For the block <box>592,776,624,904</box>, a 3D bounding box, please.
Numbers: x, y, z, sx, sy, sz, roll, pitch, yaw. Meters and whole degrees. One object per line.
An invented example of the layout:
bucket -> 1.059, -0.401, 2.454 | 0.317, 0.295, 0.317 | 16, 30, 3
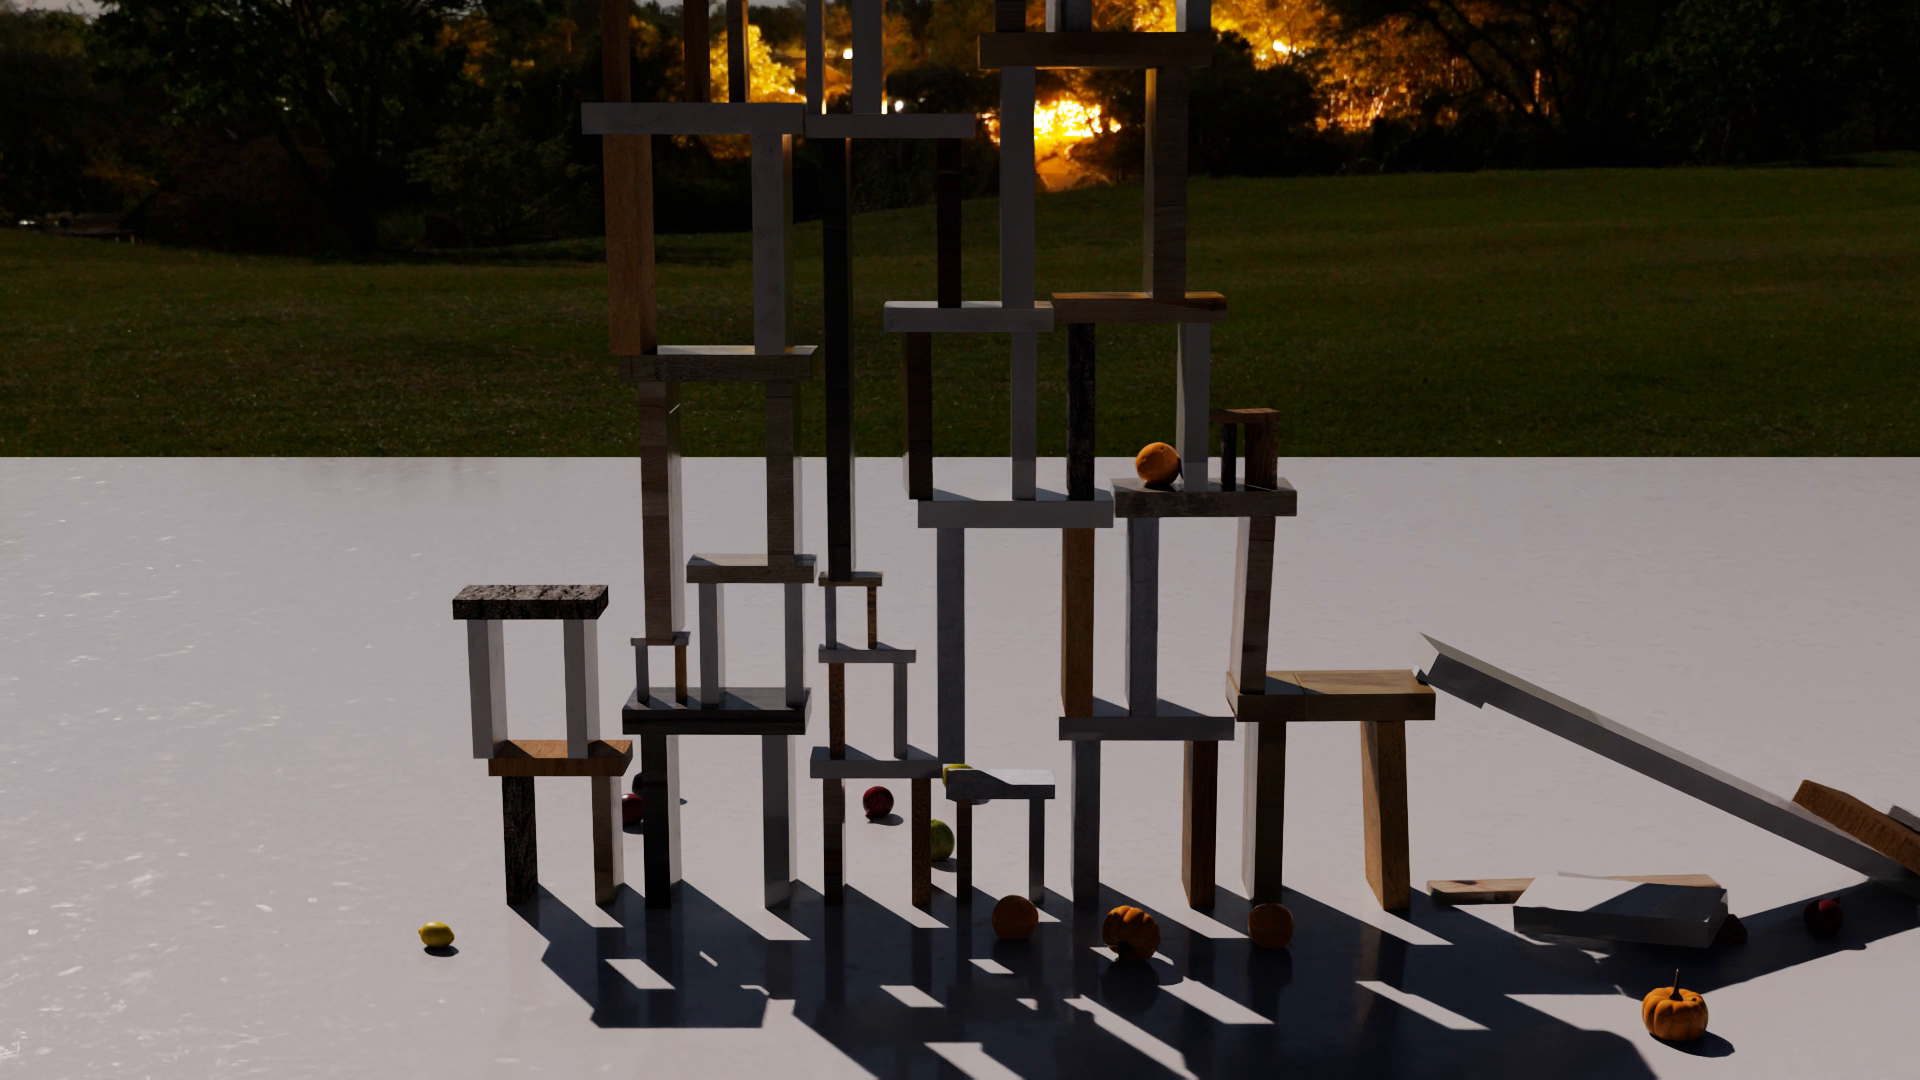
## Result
block -> -0.584, 0.482, 3.651 | 0.031, 0.219, 0.109 | 0, 11, 0

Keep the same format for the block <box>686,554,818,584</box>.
block -> -0.336, 0.046, 3.564 | 0.203, 0.029, 0.102 | 0, 11, 0

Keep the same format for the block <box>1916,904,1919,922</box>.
block -> 1.615, 0.609, 3.509 | 0.150, 0.021, 0.075 | 2, 11, 9

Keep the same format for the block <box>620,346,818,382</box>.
block -> -0.380, -0.282, 3.503 | 0.298, 0.042, 0.149 | 0, 11, 1

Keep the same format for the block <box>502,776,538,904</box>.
block -> -0.730, 0.482, 3.651 | 0.031, 0.219, 0.109 | 0, 11, 0

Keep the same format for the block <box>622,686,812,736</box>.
block -> -0.396, 0.280, 3.612 | 0.294, 0.042, 0.147 | 0, 11, 0

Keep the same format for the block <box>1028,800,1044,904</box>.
block -> 0.126, 0.503, 3.650 | 0.025, 0.178, 0.089 | 0, 11, 0

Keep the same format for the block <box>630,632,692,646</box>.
block -> -0.488, 0.161, 3.591 | 0.094, 0.013, 0.047 | 0, 11, -2

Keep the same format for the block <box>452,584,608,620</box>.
block -> -0.697, 0.101, 3.579 | 0.231, 0.033, 0.116 | 0, 11, 0

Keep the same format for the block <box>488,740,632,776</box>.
block -> -0.657, 0.359, 3.628 | 0.219, 0.031, 0.109 | 0, 11, 0

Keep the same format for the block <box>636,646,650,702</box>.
block -> -0.520, 0.213, 3.602 | 0.013, 0.094, 0.047 | -1, 11, 0

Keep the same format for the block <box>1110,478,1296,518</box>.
block -> 0.390, -0.069, 3.549 | 0.286, 0.041, 0.143 | 0, 11, 0

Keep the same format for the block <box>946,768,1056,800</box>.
block -> 0.066, 0.403, 3.631 | 0.178, 0.025, 0.089 | 0, 11, 0

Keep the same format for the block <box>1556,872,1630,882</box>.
block -> 1.045, 0.577, 3.625 | 0.118, 0.017, 0.059 | 6, 27, 10

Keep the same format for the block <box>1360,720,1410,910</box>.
block -> 0.703, 0.433, 3.639 | 0.045, 0.318, 0.159 | -4, 10, 1

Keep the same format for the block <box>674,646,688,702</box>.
block -> -0.457, 0.213, 3.601 | 0.013, 0.094, 0.047 | 0, 11, -1

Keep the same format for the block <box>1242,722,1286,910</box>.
block -> 0.502, 0.434, 3.639 | 0.045, 0.318, 0.159 | 0, 11, 0

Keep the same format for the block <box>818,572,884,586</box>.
block -> -0.177, 0.063, 3.570 | 0.103, 0.015, 0.051 | 0, 11, 1

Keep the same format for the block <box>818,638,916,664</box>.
block -> -0.150, 0.181, 3.597 | 0.158, 0.022, 0.079 | 0, 11, 0

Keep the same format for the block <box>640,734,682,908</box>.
block -> -0.494, 0.445, 3.643 | 0.042, 0.294, 0.147 | 0, 11, 0

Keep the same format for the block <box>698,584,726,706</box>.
block -> -0.404, 0.160, 3.586 | 0.029, 0.203, 0.102 | 0, 11, 0

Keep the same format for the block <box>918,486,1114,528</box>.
block -> 0.088, -0.054, 3.551 | 0.310, 0.044, 0.155 | 0, 11, 0

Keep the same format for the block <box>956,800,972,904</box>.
block -> 0.007, 0.503, 3.650 | 0.025, 0.178, 0.089 | 0, 11, 0

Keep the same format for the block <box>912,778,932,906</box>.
block -> -0.064, 0.484, 3.647 | 0.031, 0.216, 0.108 | 0, 11, 0

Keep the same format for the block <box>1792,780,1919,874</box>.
block -> 1.563, 0.501, 3.685 | 0.149, 0.042, 0.299 | 18, 12, -38

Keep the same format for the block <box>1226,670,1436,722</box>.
block -> 0.604, 0.255, 3.605 | 0.318, 0.045, 0.159 | -1, 11, 0

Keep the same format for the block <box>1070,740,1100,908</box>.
block -> 0.207, 0.450, 3.645 | 0.040, 0.283, 0.142 | 0, 11, 0

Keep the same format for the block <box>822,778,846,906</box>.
block -> -0.208, 0.484, 3.647 | 0.031, 0.216, 0.108 | 0, 11, 0

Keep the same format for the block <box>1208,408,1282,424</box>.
block -> 0.454, -0.198, 3.513 | 0.105, 0.015, 0.053 | -3, 11, -14

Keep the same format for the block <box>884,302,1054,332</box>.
block -> 0.013, -0.355, 3.492 | 0.266, 0.038, 0.133 | 0, 11, 0

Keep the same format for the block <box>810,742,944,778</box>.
block -> -0.136, 0.363, 3.625 | 0.216, 0.031, 0.108 | 0, 11, 0

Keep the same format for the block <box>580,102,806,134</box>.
block -> -0.408, -0.658, 3.436 | 0.337, 0.048, 0.169 | 0, 11, 1

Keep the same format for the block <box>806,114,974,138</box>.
block -> -0.107, -0.648, 3.443 | 0.260, 0.037, 0.130 | 0, 11, 0

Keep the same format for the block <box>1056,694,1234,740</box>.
block -> 0.301, 0.291, 3.616 | 0.283, 0.040, 0.142 | 0, 11, 0

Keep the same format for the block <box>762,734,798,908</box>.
block -> -0.298, 0.445, 3.645 | 0.042, 0.294, 0.147 | 0, 11, 0

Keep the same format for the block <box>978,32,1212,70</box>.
block -> 0.206, -0.760, 3.416 | 0.353, 0.050, 0.176 | 0, 11, -1

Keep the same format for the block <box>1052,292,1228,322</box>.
block -> 0.282, -0.370, 3.489 | 0.267, 0.038, 0.134 | 0, 11, 0

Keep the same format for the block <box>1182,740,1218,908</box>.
block -> 0.397, 0.450, 3.645 | 0.040, 0.284, 0.142 | 0, 11, 0
